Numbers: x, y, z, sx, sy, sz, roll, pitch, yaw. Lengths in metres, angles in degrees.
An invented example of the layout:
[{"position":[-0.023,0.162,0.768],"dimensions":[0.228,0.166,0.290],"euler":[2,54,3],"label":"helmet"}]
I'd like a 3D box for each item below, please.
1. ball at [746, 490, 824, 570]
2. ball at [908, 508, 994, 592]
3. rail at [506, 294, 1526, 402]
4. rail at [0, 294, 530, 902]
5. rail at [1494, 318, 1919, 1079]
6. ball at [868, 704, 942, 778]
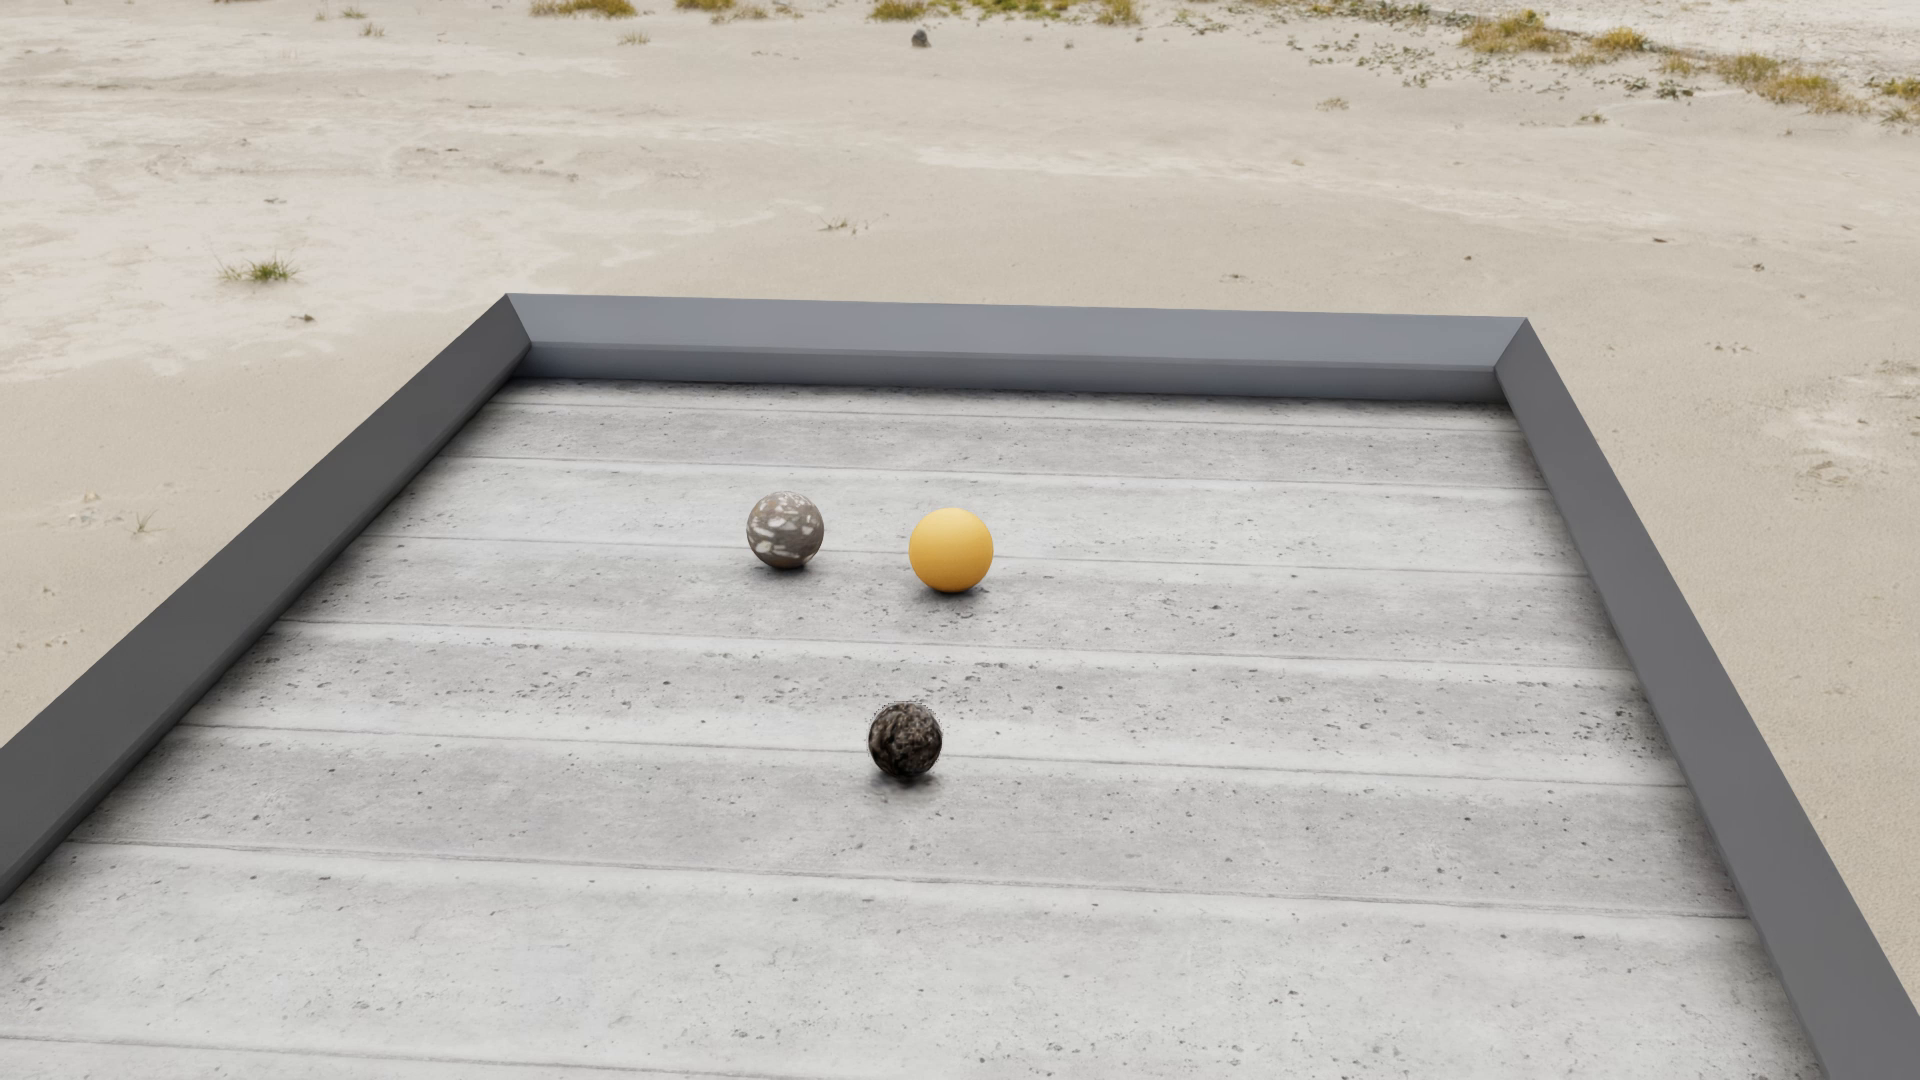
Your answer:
[{"position":[-0.191,-0.011,2.410],"dimensions":[0.086,0.086,0.086],"euler":[0,21,0],"label":"ball"},{"position":[-0.010,0.011,2.346],"dimensions":[0.091,0.091,0.091],"euler":[0,21,0],"label":"ball"},{"position":[0.061,-0.257,2.999],"dimensions":[1.398,0.118,0.045],"euler":[2,21,5],"label":"rail"},{"position":[-0.736,0.214,1.780],"dimensions":[0.045,0.118,2.796],"euler":[2,21,5],"label":"rail"},{"position":[0.609,0.258,1.665],"dimensions":[0.045,0.118,2.796],"euler":[2,21,5],"label":"rail"},{"position":[-0.048,0.178,1.949],"dimensions":[0.066,0.066,0.066],"euler":[0,21,0],"label":"ball"}]
